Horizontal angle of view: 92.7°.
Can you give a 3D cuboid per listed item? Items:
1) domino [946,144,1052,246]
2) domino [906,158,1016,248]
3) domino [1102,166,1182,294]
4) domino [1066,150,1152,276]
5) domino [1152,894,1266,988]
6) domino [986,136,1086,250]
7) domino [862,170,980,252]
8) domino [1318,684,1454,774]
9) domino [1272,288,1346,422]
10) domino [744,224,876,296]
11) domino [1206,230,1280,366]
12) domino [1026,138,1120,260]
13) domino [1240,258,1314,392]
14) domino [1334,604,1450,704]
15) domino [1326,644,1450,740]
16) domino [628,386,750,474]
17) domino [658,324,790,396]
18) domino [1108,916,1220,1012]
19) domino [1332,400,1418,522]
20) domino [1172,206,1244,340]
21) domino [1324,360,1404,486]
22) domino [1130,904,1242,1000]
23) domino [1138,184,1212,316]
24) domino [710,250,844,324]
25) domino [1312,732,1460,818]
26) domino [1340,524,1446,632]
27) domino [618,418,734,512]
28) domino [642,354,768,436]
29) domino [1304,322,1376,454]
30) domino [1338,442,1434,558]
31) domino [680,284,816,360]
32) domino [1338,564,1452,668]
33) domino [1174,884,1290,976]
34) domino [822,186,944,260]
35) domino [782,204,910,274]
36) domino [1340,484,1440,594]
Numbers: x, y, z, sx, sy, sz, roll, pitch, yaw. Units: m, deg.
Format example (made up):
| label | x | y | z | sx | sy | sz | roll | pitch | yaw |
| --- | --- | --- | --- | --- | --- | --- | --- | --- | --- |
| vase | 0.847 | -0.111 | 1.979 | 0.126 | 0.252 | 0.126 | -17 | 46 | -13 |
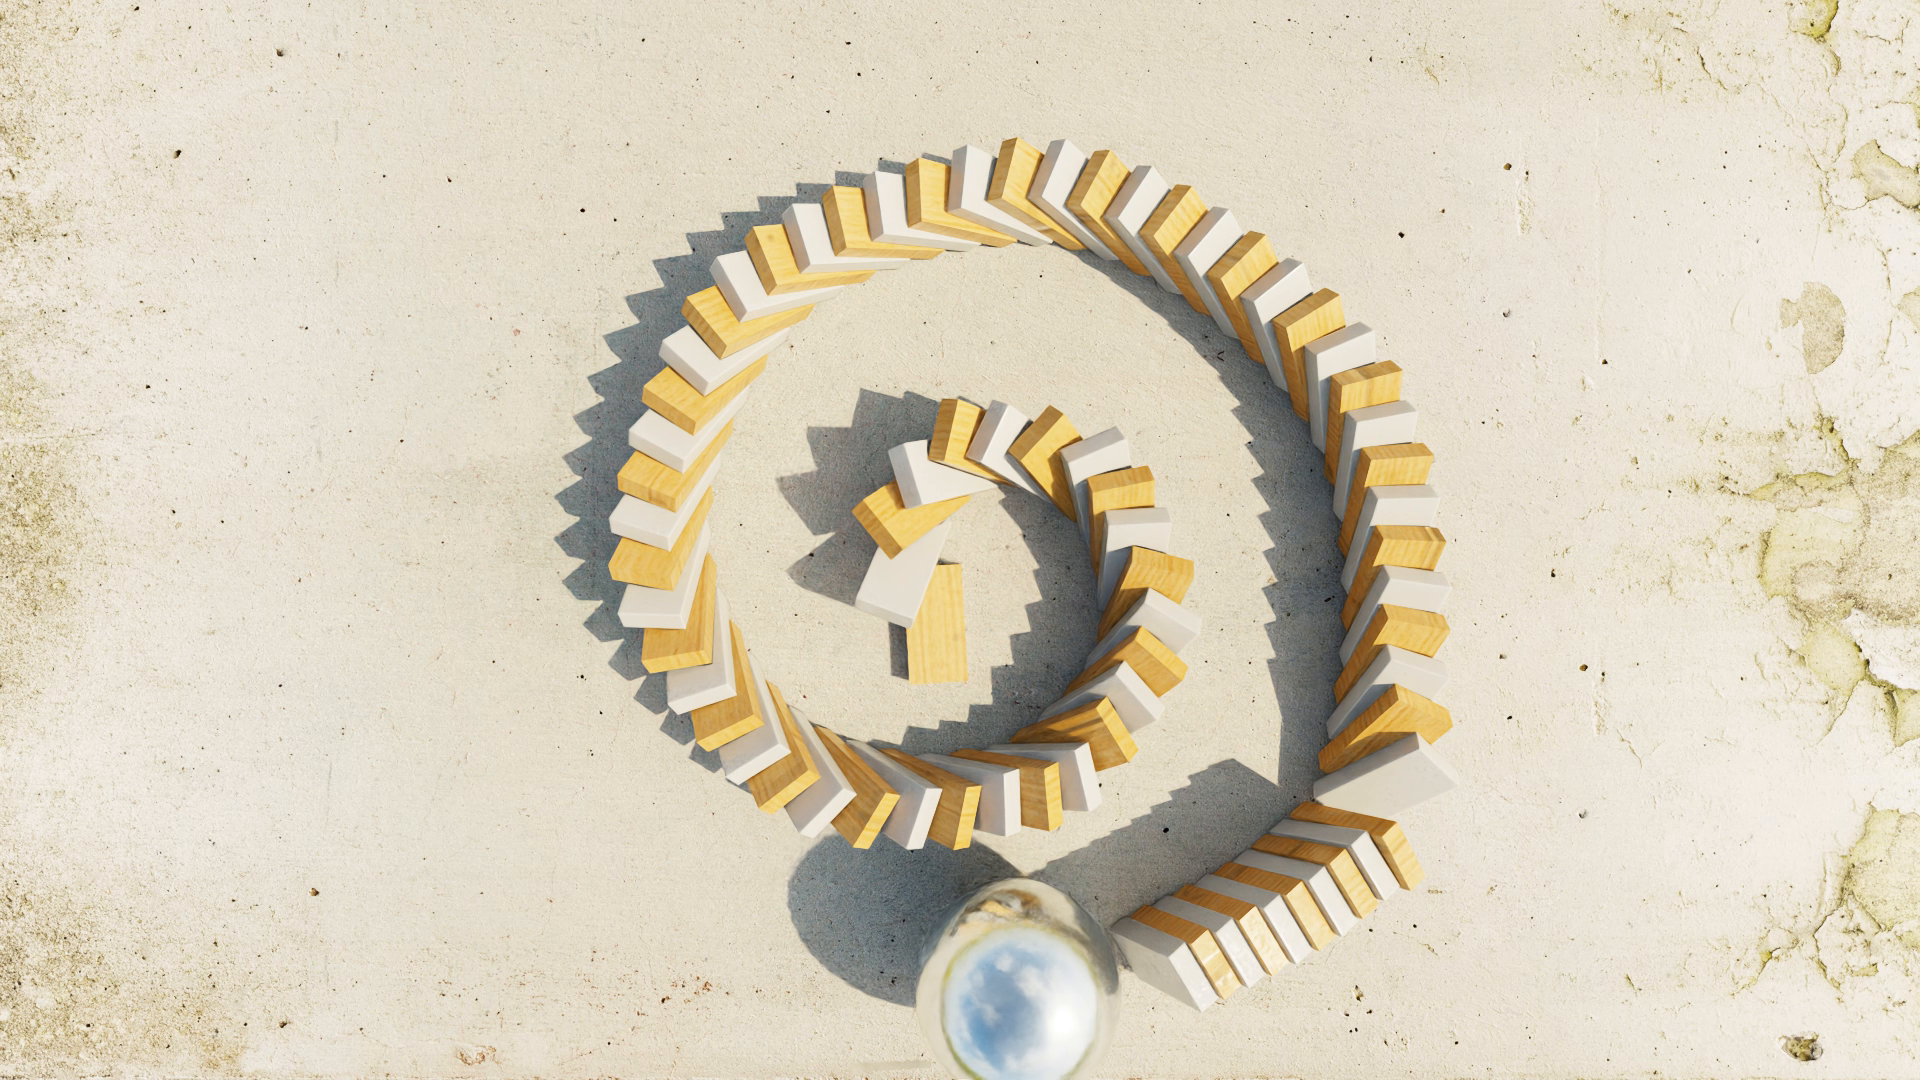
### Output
| label | x | y | z | sx | sy | sz | roll | pitch | yaw |
| --- | --- | --- | --- | --- | --- | --- | --- | --- | --- |
| domino | 0.018 | -0.142 | 0.381 | 0.050 | 0.009 | 0.025 | 6 | 90 | -39 |
| domino | 0.001 | -0.139 | 0.381 | 0.050 | 0.010 | 0.025 | -3 | 90 | -38 |
| domino | 0.083 | -0.128 | 0.381 | 0.050 | 0.010 | 0.025 | 34 | 90 | -38 |
| domino | 0.068 | -0.135 | 0.381 | 0.050 | 0.009 | 0.025 | 29 | 89 | -38 |
| domino | 0.100 | 0.163 | 0.375 | 0.009 | 0.050 | 0.025 | -31 | 90 | -21 |
| domino | 0.036 | -0.143 | 0.381 | 0.050 | 0.010 | 0.025 | 15 | 90 | -39 |
| domino | -0.015 | -0.136 | 0.381 | 0.050 | 0.010 | 0.025 | -8 | 90 | -38 |
| domino | 0.176 | 0.083 | 0.381 | 0.025 | 0.009 | 0.050 | 26 | 127 | -4 |
| domino | 0.148 | -0.076 | 0.381 | 0.025 | 0.010 | 0.050 | -32 | 129 | 0 |
| domino | -0.061 | -0.118 | 0.381 | 0.050 | 0.009 | 0.025 | -22 | 89 | -39 |
| domino | 0.124 | -0.100 | 0.381 | 0.025 | 0.010 | 0.050 | -44 | 128 | 0 |
| domino | 0.052 | -0.140 | 0.381 | 0.050 | 0.009 | 0.025 | 23 | 89 | -39 |
| domino | 0.136 | -0.089 | 0.381 | 0.025 | 0.009 | 0.050 | -38 | 128 | 0 |
| domino | 0.178 | 0.050 | 0.381 | 0.025 | 0.009 | 0.050 | 11 | 127 | 0 |
| domino | 0.177 | 0.067 | 0.381 | 0.025 | 0.009 | 0.050 | 18 | 127 | 0 |
| domino | -0.112 | -0.052 | 0.381 | 0.025 | 0.010 | 0.050 | 28 | 52 | 0 |
| domino | -0.097 | -0.083 | 0.381 | 0.025 | 0.010 | 0.050 | 42 | 51 | 0 |
| domino | 0.082 | 0.172 | 0.375 | 0.009 | 0.050 | 0.025 | -31 | 90 | -21 |
| domino | 0.172 | -0.032 | 0.381 | 0.025 | 0.010 | 0.050 | -11 | 128 | 0 |
| domino | 0.111 | -0.110 | 0.381 | 0.025 | 0.009 | 0.050 | -49 | 128 | 0 |
| domino | 0.167 | -0.048 | 0.381 | 0.025 | 0.010 | 0.050 | -15 | 128 | -1 |
| domino | 0.091 | 0.167 | 0.375 | 0.010 | 0.050 | 0.025 | -31 | 90 | -21 |
| domino | 0.097 | -0.120 | 0.381 | 0.050 | 0.009 | 0.025 | 38 | 90 | -38 |
| domino | -0.075 | -0.109 | 0.380 | 0.050 | 0.009 | 0.025 | -29 | 89 | -39 |
| domino | 0.176 | 0.101 | 0.380 | 0.025 | 0.009 | 0.050 | 42 | 124 | -10 |
| domino | 0.179 | 0.017 | 0.381 | 0.025 | 0.010 | 0.050 | 2 | 128 | 0 |
| domino | -0.117 | -0.036 | 0.381 | 0.025 | 0.010 | 0.050 | 22 | 51 | 0 |
| domino | -0.105 | -0.067 | 0.381 | 0.025 | 0.009 | 0.050 | 34 | 52 | 0 |
| domino | 0.159 | -0.063 | 0.381 | 0.025 | 0.010 | 0.050 | -23 | 129 | 0 |
| domino | 0.176 | -0.016 | 0.381 | 0.025 | 0.010 | 0.050 | -4 | 128 | 0 |
| domino | -0.087 | -0.096 | 0.380 | 0.025 | 0.010 | 0.050 | 50 | 50 | 0 |
| domino | 0.180 | 0.034 | 0.381 | 0.025 | 0.009 | 0.050 | 8 | 127 | 0 |
| domino | 0.109 | 0.158 | 0.375 | 0.009 | 0.050 | 0.025 | -31 | 90 | -21 |
| domino | -0.031 | -0.131 | 0.381 | 0.050 | 0.010 | 0.025 | -13 | 90 | -38 |
| domino | -0.047 | -0.125 | 0.381 | 0.050 | 0.010 | 0.025 | -17 | 89 | -39 |
| domino | 0.178 | 0.000 | 0.381 | 0.025 | 0.010 | 0.050 | -1 | 128 | 0 |
